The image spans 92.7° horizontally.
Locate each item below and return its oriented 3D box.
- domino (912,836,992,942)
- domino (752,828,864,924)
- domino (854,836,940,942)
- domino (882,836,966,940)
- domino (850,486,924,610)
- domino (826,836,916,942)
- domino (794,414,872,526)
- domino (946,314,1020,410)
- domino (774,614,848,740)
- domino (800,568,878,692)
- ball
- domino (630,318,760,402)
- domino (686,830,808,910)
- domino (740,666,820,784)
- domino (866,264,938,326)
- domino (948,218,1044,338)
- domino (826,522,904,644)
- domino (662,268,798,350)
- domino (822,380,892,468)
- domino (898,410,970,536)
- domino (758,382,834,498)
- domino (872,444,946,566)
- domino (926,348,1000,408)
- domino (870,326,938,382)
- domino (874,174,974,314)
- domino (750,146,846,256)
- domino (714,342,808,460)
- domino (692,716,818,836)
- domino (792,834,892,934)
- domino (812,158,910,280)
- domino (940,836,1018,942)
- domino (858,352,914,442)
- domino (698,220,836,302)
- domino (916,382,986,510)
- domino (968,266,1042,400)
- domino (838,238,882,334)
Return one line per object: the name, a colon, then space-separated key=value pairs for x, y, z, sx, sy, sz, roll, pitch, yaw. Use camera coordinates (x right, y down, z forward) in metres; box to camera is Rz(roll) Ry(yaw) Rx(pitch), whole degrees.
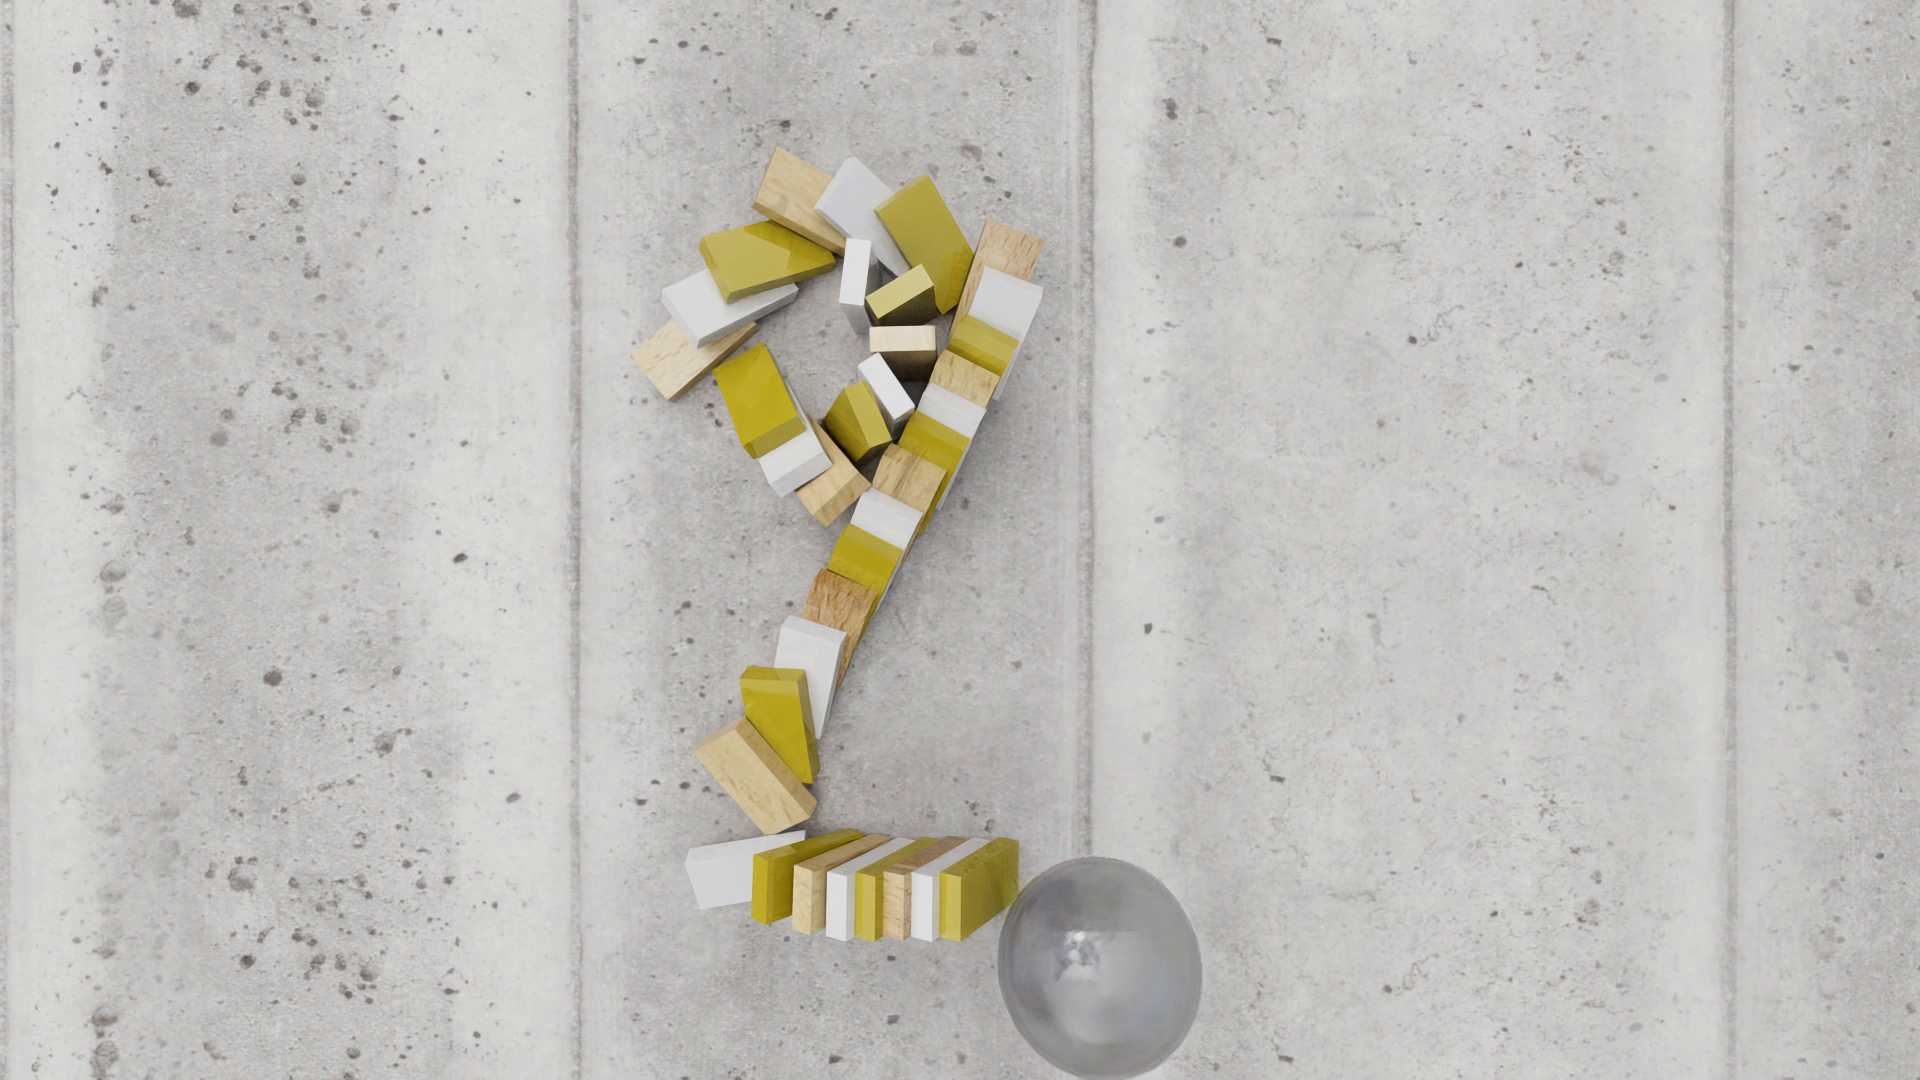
domino: x=-0.002 y=0.142 z=0.376 sx=0.010 sy=0.050 sz=0.025 roll=1 pitch=90 yaw=30
domino: x=-0.062 y=0.138 z=0.378 sx=0.009 sy=0.050 sz=0.025 roll=2 pitch=90 yaw=41
domino: x=-0.024 y=0.142 z=0.376 sx=0.010 sy=0.050 sz=0.025 roll=1 pitch=90 yaw=30
domino: x=-0.013 y=0.142 z=0.376 sx=0.009 sy=0.050 sz=0.025 roll=1 pitch=90 yaw=30
domino: x=-0.036 y=0.004 z=0.382 sx=0.025 sy=0.009 sz=0.050 roll=27 pitch=125 yaw=0
domino: x=-0.035 y=0.142 z=0.376 sx=0.010 sy=0.050 sz=0.025 roll=1 pitch=90 yaw=30
domino: x=-0.059 y=-0.030 z=0.380 sx=0.025 sy=0.010 sz=0.050 roll=-43 pitch=49 yaw=1
domino: x=0.003 y=-0.066 z=0.381 sx=0.025 sy=0.009 sz=0.050 roll=27 pitch=126 yaw=0
domino: x=-0.065 y=0.058 z=0.383 sx=0.025 sy=0.009 sz=0.050 roll=17 pitch=118 yaw=4
domino: x=-0.055 y=0.038 z=0.383 sx=0.025 sy=0.010 sz=0.050 roll=23 pitch=121 yaw=0
ball: x=0.054 y=0.166 z=0.360 sx=0.080 sy=0.080 sz=0.080 roll=0 pitch=90 yaw=0
domino: x=-0.114 y=-0.085 z=0.395 sx=0.050 sy=0.009 sz=0.025 roll=-41 pitch=90 yaw=0
domino: x=-0.088 y=0.141 z=0.391 sx=0.050 sy=0.009 sz=0.025 roll=-9 pitch=113 yaw=0
domino: x=-0.075 y=0.078 z=0.384 sx=0.025 sy=0.009 sz=0.050 roll=1 pitch=113 yaw=12
domino: x=-0.023 y=-0.095 z=0.375 sx=0.025 sy=0.050 sz=0.009 roll=-31 pitch=90 yaw=0
domino: x=0.015 y=-0.106 z=0.386 sx=0.025 sy=0.010 sz=0.050 roll=17 pitch=108 yaw=-9
domino: x=-0.044 y=0.019 z=0.382 sx=0.025 sy=0.010 sz=0.050 roll=27 pitch=124 yaw=0
domino: x=-0.096 y=-0.103 z=0.385 sx=0.050 sy=0.009 sz=0.025 roll=-36 pitch=90 yaw=-26
domino: x=-0.043 y=-0.045 z=0.375 sx=0.010 sy=0.050 sz=0.025 roll=-23 pitch=90 yaw=-20
domino: x=-0.017 y=-0.027 z=0.379 sx=0.025 sy=0.010 sz=0.050 roll=28 pitch=131 yaw=-1
domino: x=-0.073 y=-0.042 z=0.380 sx=0.025 sy=0.010 sz=0.050 roll=-32 pitch=51 yaw=0
domino: x=-0.026 y=-0.014 z=0.380 sx=0.025 sy=0.010 sz=0.050 roll=27 pitch=131 yaw=0
domino: x=-0.005 y=-0.051 z=0.380 sx=0.025 sy=0.009 sz=0.050 roll=27 pitch=131 yaw=0
domino: x=-0.022 y=-0.075 z=0.375 sx=0.025 sy=0.050 sz=0.010 roll=-1 pitch=86 yaw=0
domino: x=-0.011 y=-0.123 z=0.383 sx=0.025 sy=0.009 sz=0.050 roll=-36 pitch=121 yaw=0
domino: x=-0.059 y=-0.139 z=0.384 sx=0.050 sy=0.009 sz=0.025 roll=22 pitch=83 yaw=-24
domino: x=-0.084 y=-0.059 z=0.382 sx=0.025 sy=0.009 sz=0.050 roll=-29 pitch=54 yaw=0
domino: x=-0.086 y=0.100 z=0.385 sx=0.025 sy=0.009 sz=0.050 roll=-30 pitch=105 yaw=23
domino: x=-0.048 y=0.140 z=0.376 sx=0.009 sy=0.050 sz=0.025 roll=2 pitch=90 yaw=33
domino: x=-0.034 y=-0.132 z=0.382 sx=0.050 sy=0.009 sz=0.025 roll=35 pitch=89 yaw=-33
domino: x=0.009 y=0.142 z=0.376 sx=0.009 sy=0.050 sz=0.025 roll=1 pitch=90 yaw=30
domino: x=-0.030 y=-0.057 z=0.375 sx=0.009 sy=0.050 sz=0.025 roll=-34 pitch=90 yaw=-7
domino: x=-0.080 y=-0.119 z=0.384 sx=0.050 sy=0.009 sz=0.025 roll=-26 pitch=90 yaw=-29
domino: x=-0.010 y=-0.038 z=0.380 sx=0.025 sy=0.010 sz=0.050 roll=26 pitch=131 yaw=0
domino: x=0.013 y=-0.085 z=0.380 sx=0.025 sy=0.009 sz=0.050 roll=18 pitch=127 yaw=-7
domino: x=-0.040 y=-0.102 z=0.375 sx=0.010 sy=0.050 sz=0.025 roll=7 pitch=90 yaw=0
